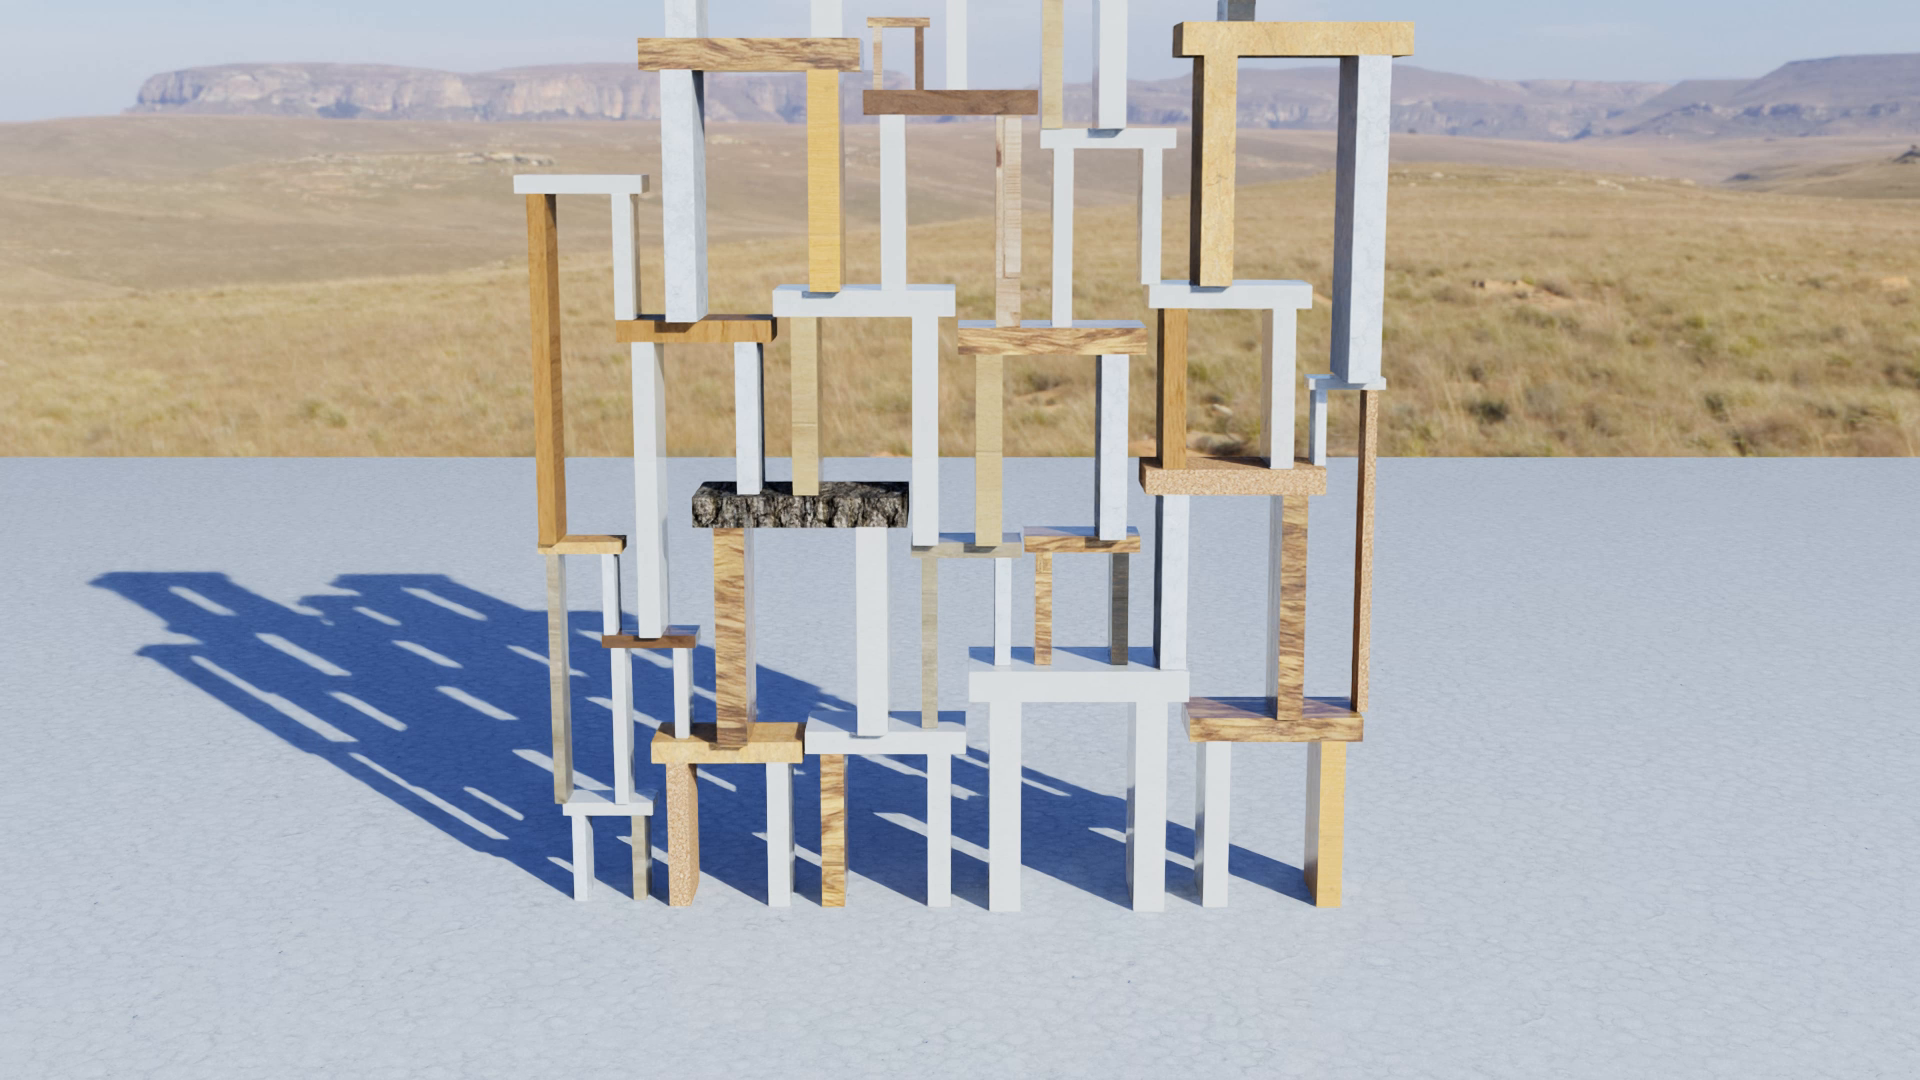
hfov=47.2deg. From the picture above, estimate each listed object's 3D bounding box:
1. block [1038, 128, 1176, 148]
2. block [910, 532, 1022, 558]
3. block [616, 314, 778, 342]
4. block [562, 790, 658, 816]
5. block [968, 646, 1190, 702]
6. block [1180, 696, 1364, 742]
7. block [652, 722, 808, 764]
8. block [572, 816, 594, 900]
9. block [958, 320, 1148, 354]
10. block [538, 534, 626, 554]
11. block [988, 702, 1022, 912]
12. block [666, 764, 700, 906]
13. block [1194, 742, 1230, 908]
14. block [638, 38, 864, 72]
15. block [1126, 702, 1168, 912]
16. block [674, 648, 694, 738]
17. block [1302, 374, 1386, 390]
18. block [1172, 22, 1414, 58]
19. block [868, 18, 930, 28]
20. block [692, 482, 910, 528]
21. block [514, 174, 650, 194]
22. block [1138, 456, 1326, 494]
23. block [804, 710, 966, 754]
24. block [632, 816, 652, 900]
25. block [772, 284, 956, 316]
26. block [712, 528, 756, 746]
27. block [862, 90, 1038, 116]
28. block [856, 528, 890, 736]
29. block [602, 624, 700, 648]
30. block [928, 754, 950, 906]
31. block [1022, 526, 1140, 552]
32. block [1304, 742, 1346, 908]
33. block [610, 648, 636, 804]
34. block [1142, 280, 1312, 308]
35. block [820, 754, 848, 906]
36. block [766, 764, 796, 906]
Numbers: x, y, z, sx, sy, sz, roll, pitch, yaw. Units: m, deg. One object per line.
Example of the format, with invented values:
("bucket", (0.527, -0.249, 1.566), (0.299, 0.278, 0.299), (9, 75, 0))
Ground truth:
("block", (0.229, -0.630, 3.446), (0.210, 0.030, 0.105), (0, 11, 0))
("block", (0.010, 0.008, 3.561), (0.177, 0.025, 0.089), (0, 11, 0))
("block", (-0.417, -0.337, 3.500), (0.242, 0.034, 0.121), (0, 11, 0))
("block", (-0.578, 0.435, 3.644), (0.147, 0.021, 0.073), (0, 11, 0))
("block", (0.190, 0.219, 3.603), (0.352, 0.050, 0.176), (0, 11, 0))
("block", (0.511, 0.294, 3.619), (0.280, 0.040, 0.140), (0, 11, 0))
("block", (-0.378, 0.333, 3.621), (0.244, 0.035, 0.122), (0, 11, 0))
("block", (-0.627, 0.517, 3.660), (0.021, 0.147, 0.073), (0, 11, 0))
("block", (0.144, -0.323, 3.501), (0.294, 0.042, 0.147), (0, 11, 0))
("block", (-0.610, 0.007, 3.557), (0.133, 0.019, 0.067), (0, 11, 0))
("block", (0.073, 0.416, 3.640), (0.050, 0.352, 0.176), (0, 11, 0))
("block", (-0.459, 0.470, 3.646), (0.035, 0.244, 0.122), (0, 11, 0))
("block", (0.418, 0.452, 3.648), (0.040, 0.280, 0.140), (0, 11, 0))
("block", (-0.320, -0.752, 3.414), (0.336, 0.048, 0.168), (0, 11, 0))
("block", (0.308, 0.416, 3.640), (0.050, 0.352, 0.176), (0, 11, 0))
("block", (-0.452, 0.242, 3.603), (0.021, 0.151, 0.076), (0, 10, 0))
("block", (0.614, -0.253, 3.514), (0.121, 0.017, 0.061), (0, 11, 0))
("block", (0.513, -0.775, 3.412), (0.349, 0.049, 0.175), (0, 11, 0))
("block", (-0.095, -0.802, 3.405), (0.096, 0.014, 0.048), (0, 11, -1))
("block", (-0.253, -0.058, 3.548), (0.338, 0.048, 0.169), (0, 11, 0))
("block", (-0.592, -0.559, 3.450), (0.196, 0.028, 0.098), (0, 11, 0))
("block", (0.436, -0.104, 3.538), (0.284, 0.040, 0.142), (0, 11, 0))
("block", (-0.121, 0.316, 3.619), (0.260, 0.037, 0.130), (0, 11, 0))
("block", (-0.529, 0.517, 3.660), (0.021, 0.147, 0.073), (0, 11, 0))
("block", (-0.149, -0.381, 3.492), (0.283, 0.040, 0.142), (0, 11, 0))
("block", (-0.366, 0.141, 3.585), (0.048, 0.357, 0.169), (0, 11, 0))
("block", (-0.015, -0.682, 3.432), (0.268, 0.038, 0.134), (0, 11, 0))
("block", (-0.140, 0.132, 3.583), (0.048, 0.338, 0.169), (0, 11, 0))
("block", (-0.503, 0.157, 3.587), (0.151, 0.021, 0.076), (0, 11, 0))
("block", (-0.034, 0.462, 3.646), (0.037, 0.260, 0.130), (0, 11, 0))
("block", (0.196, -0.001, 3.565), (0.185, 0.026, 0.093), (0, 11, 0))
("block", (0.604, 0.451, 3.649), (0.040, 0.280, 0.140), (0, 11, 0))
("block", (-0.553, 0.297, 3.613), (0.021, 0.262, 0.076), (0, 11, 0))
("block", (0.421, -0.390, 3.482), (0.253, 0.036, 0.126), (0, 11, 0))
("block", (-0.207, 0.462, 3.646), (0.037, 0.260, 0.130), (0, 11, 0))
("block", (-0.296, 0.470, 3.646), (0.035, 0.244, 0.122), (0, 11, 0))
